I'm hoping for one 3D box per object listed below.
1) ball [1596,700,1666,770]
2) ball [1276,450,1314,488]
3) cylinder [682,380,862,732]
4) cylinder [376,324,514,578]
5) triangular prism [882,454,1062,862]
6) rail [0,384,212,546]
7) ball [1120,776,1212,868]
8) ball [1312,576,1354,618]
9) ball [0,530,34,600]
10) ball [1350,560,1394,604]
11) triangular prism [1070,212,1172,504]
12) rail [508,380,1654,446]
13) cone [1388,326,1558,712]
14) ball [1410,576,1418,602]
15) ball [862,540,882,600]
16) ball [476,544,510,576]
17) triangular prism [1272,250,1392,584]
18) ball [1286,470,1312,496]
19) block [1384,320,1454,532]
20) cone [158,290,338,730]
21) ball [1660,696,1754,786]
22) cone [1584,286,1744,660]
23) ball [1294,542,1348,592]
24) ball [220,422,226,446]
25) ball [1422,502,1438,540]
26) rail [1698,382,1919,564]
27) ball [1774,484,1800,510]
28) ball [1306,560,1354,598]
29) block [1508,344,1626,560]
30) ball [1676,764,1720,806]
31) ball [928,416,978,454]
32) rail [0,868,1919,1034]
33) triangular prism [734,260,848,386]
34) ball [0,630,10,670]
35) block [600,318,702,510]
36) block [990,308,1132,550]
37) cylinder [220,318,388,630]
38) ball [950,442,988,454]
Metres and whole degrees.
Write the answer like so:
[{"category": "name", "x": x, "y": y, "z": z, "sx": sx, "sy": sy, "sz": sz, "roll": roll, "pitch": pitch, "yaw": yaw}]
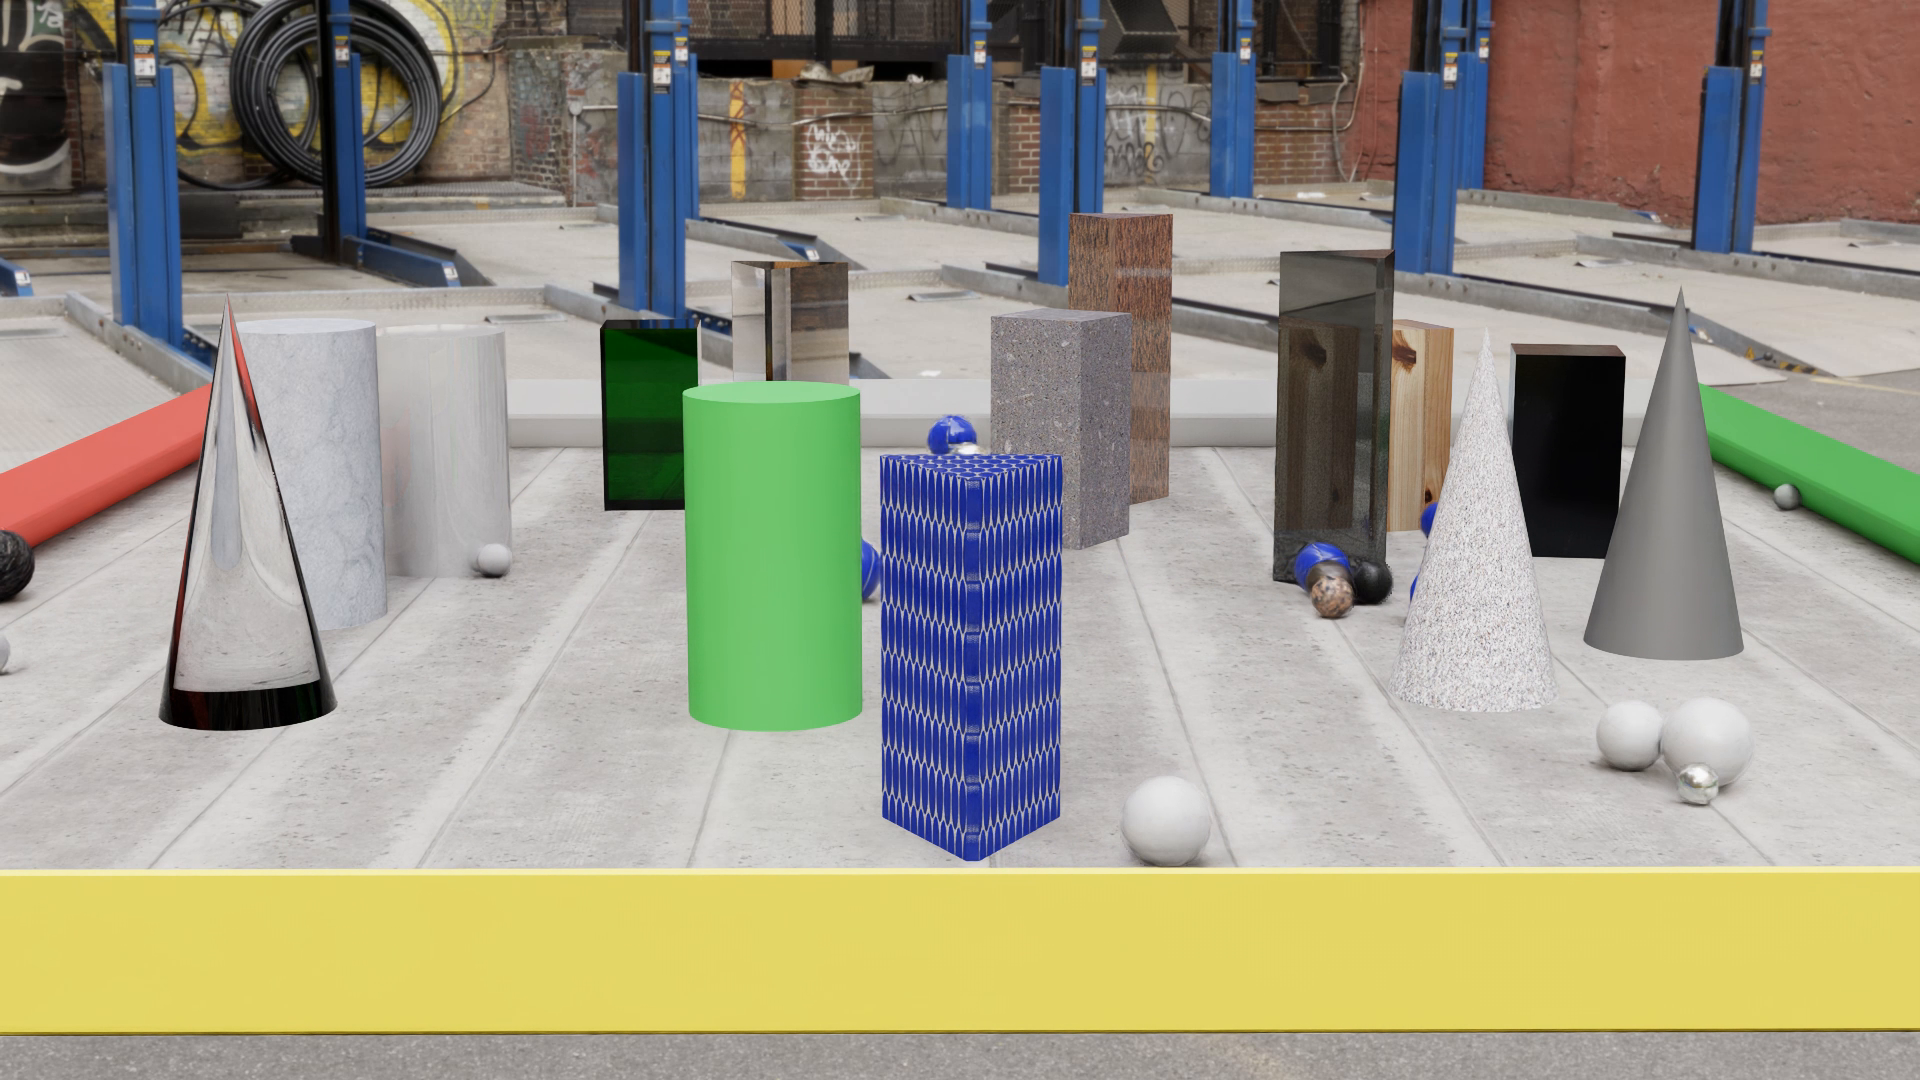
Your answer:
[{"category": "ball", "x": 0.703, "y": 0.204, "z": 2.683, "sx": 0.074, "sy": 0.074, "sz": 0.074, "roll": 0, "pitch": 10, "yaw": 0}, {"category": "ball", "x": 0.584, "y": -0.119, "z": 4.438, "sx": 0.070, "sy": 0.070, "sz": 0.070, "roll": 0, "pitch": 10, "yaw": 0}, {"category": "cylinder", "x": -0.211, "y": 0.014, "z": 2.906, "sx": 0.199, "sy": 0.366, "sz": 0.199, "roll": 0, "pitch": 10, "yaw": 0}, {"category": "cylinder", "x": -0.761, "y": -0.134, "z": 3.760, "sx": 0.199, "sy": 0.346, "sz": 0.199, "roll": 0, "pitch": 10, "yaw": 0}, {"category": "triangular prism", "x": 0.033, "y": 0.101, "z": 2.455, "sx": 0.149, "sy": 0.359, "sz": 0.172, "roll": -6, "pitch": 12, "yaw": -30}, {"category": "rail", "x": -1.397, "y": 0.035, "z": 3.441, "sx": 0.045, "sy": 0.129, "sz": 3.066, "roll": 0, "pitch": 10, "yaw": 0}, {"category": "ball", "x": 0.190, "y": 0.259, "z": 2.358, "sx": 0.084, "sy": 0.084, "sz": 0.084, "roll": 0, "pitch": 10, "yaw": 0}, {"category": "ball", "x": 0.497, "y": 0.075, "z": 3.427, "sx": 0.057, "sy": 0.057, "sz": 0.057, "roll": 0, "pitch": 10, "yaw": 0}, {"category": "ball", "x": -1.328, "y": 0.034, "z": 3.536, "sx": 0.098, "sy": 0.098, "sz": 0.098, "roll": 0, "pitch": 10, "yaw": 0}, {"category": "ball", "x": 0.563, "y": 0.057, "z": 3.514, "sx": 0.060, "sy": 0.060, "sz": 0.060, "roll": 0, "pitch": 10, "yaw": 0}, {"category": "triangular prism", "x": 0.244, "y": -0.308, "z": 4.332, "sx": 0.149, "sy": 0.480, "sz": 0.172, "roll": 8, "pitch": 13, "yaw": 38}, {"category": "rail", "x": -0.009, "y": -0.241, "z": 4.933, "sx": 2.841, "sy": 0.129, "sz": 0.045, "roll": 0, "pitch": 10, "yaw": 0}, {"category": "cone", "x": 0.605, "y": -0.035, "z": 2.985, "sx": 0.199, "sy": 0.433, "sz": 0.199, "roll": 0, "pitch": 10, "yaw": 0}, {"category": "ball", "x": 0.633, "y": 0.072, "z": 3.389, "sx": 0.077, "sy": 0.077, "sz": 0.077, "roll": 0, "pitch": 10, "yaw": 0}, {"category": "ball", "x": -0.153, "y": 0.041, "z": 3.511, "sx": 0.094, "sy": 0.094, "sz": 0.094, "roll": 0, "pitch": 10, "yaw": 0}, {"category": "ball", "x": -0.672, "y": 0.029, "z": 3.700, "sx": 0.048, "sy": 0.048, "sz": 0.048, "roll": 0, "pitch": 10, "yaw": 0}, {"category": "triangular prism", "x": 0.561, "y": -0.172, "z": 3.629, "sx": 0.172, "sy": 0.469, "sz": 0.149, "roll": 10, "pitch": 15, "yaw": 44}, {"category": "ball", "x": 0.579, "y": -0.096, "z": 4.385, "sx": 0.045, "sy": 0.045, "sz": 0.045, "roll": 0, "pitch": 10, "yaw": 0}, {"category": "block", "x": 0.676, "y": -0.185, "z": 4.110, "sx": 0.159, "sy": 0.319, "sz": 0.159, "roll": -3, "pitch": 11, "yaw": -18}, {"category": "cone", "x": -0.816, "y": -0.042, "z": 2.898, "sx": 0.199, "sy": 0.479, "sz": 0.199, "roll": 0, "pitch": 10, "yaw": 0}, {"category": "ball", "x": 0.762, "y": 0.206, "z": 2.616, "sx": 0.093, "sy": 0.093, "sz": 0.093, "roll": 0, "pitch": 10, "yaw": 0}, {"category": "cone", "x": 0.898, "y": -0.094, "z": 3.236, "sx": 0.199, "sy": 0.458, "sz": 0.199, "roll": 0, "pitch": 10, "yaw": 0}, {"category": "ball", "x": 0.501, "y": 0.041, "z": 3.562, "sx": 0.075, "sy": 0.075, "sz": 0.075, "roll": 0, "pitch": 10, "yaw": 0}, {"category": "ball", "x": -1.334, "y": -0.203, "z": 4.811, "sx": 0.099, "sy": 0.099, "sz": 0.099, "roll": 0, "pitch": 10, "yaw": 0}, {"category": "ball", "x": 0.742, "y": -0.025, "z": 3.919, "sx": 0.074, "sy": 0.074, "sz": 0.074, "roll": 0, "pitch": 10, "yaw": 0}, {"category": "rail", "x": 1.397, "y": 0.032, "z": 3.457, "sx": 0.045, "sy": 0.129, "sz": 3.066, "roll": 0, "pitch": 10, "yaw": 0}, {"category": "ball", "x": 1.371, "y": -0.071, "z": 4.254, "sx": 0.044, "sy": 0.044, "sz": 0.044, "roll": 0, "pitch": 10, "yaw": 0}, {"category": "ball", "x": 0.503, "y": 0.059, "z": 3.495, "sx": 0.064, "sy": 0.064, "sz": 0.064, "roll": 0, "pitch": 10, "yaw": 0}, {"category": "block", "x": 0.915, "y": -0.137, "z": 3.894, "sx": 0.159, "sy": 0.304, "sz": 0.159, "roll": 2, "pitch": 11, "yaw": 9}, {"category": "ball", "x": 0.735, "y": 0.244, "z": 2.558, "sx": 0.041, "sy": 0.041, "sz": 0.041, "roll": 0, "pitch": 10, "yaw": 0}, {"category": "ball", "x": -0.014, "y": -0.182, "z": 4.720, "sx": 0.092, "sy": 0.092, "sz": 0.092, "roll": 0, "pitch": 10, "yaw": 0}, {"category": "rail", "x": 0.009, "y": 0.308, "z": 1.965, "sx": 2.841, "sy": 0.129, "sz": 0.045, "roll": 0, "pitch": 10, "yaw": 0}, {"category": "triangular prism", "x": -0.276, "y": -0.186, "z": 3.778, "sx": 0.149, "sy": 0.442, "sz": 0.172, "roll": 8, "pitch": 13, "yaw": 38}, {"category": "ball", "x": -1.179, "y": 0.133, "z": 3.091, "sx": 0.064, "sy": 0.064, "sz": 0.064, "roll": 0, "pitch": 10, "yaw": 0}, {"category": "block", "x": -0.515, "y": -0.212, "z": 4.304, "sx": 0.159, "sy": 0.302, "sz": 0.159, "roll": -1, "pitch": 11, "yaw": -4}, {"category": "block", "x": 0.157, "y": -0.176, "z": 3.981, "sx": 0.159, "sy": 0.348, "sz": 0.159, "roll": 7, "pitch": 12, "yaw": 31}, {"category": "cylinder", "x": -0.870, "y": -0.090, "z": 3.406, "sx": 0.199, "sy": 0.389, "sz": 0.199, "roll": 0, "pitch": 10, "yaw": 0}, {"category": "ball", "x": 0.015, "y": -0.131, "z": 4.485, "sx": 0.078, "sy": 0.078, "sz": 0.078, "roll": 0, "pitch": 10, "yaw": 0}]
